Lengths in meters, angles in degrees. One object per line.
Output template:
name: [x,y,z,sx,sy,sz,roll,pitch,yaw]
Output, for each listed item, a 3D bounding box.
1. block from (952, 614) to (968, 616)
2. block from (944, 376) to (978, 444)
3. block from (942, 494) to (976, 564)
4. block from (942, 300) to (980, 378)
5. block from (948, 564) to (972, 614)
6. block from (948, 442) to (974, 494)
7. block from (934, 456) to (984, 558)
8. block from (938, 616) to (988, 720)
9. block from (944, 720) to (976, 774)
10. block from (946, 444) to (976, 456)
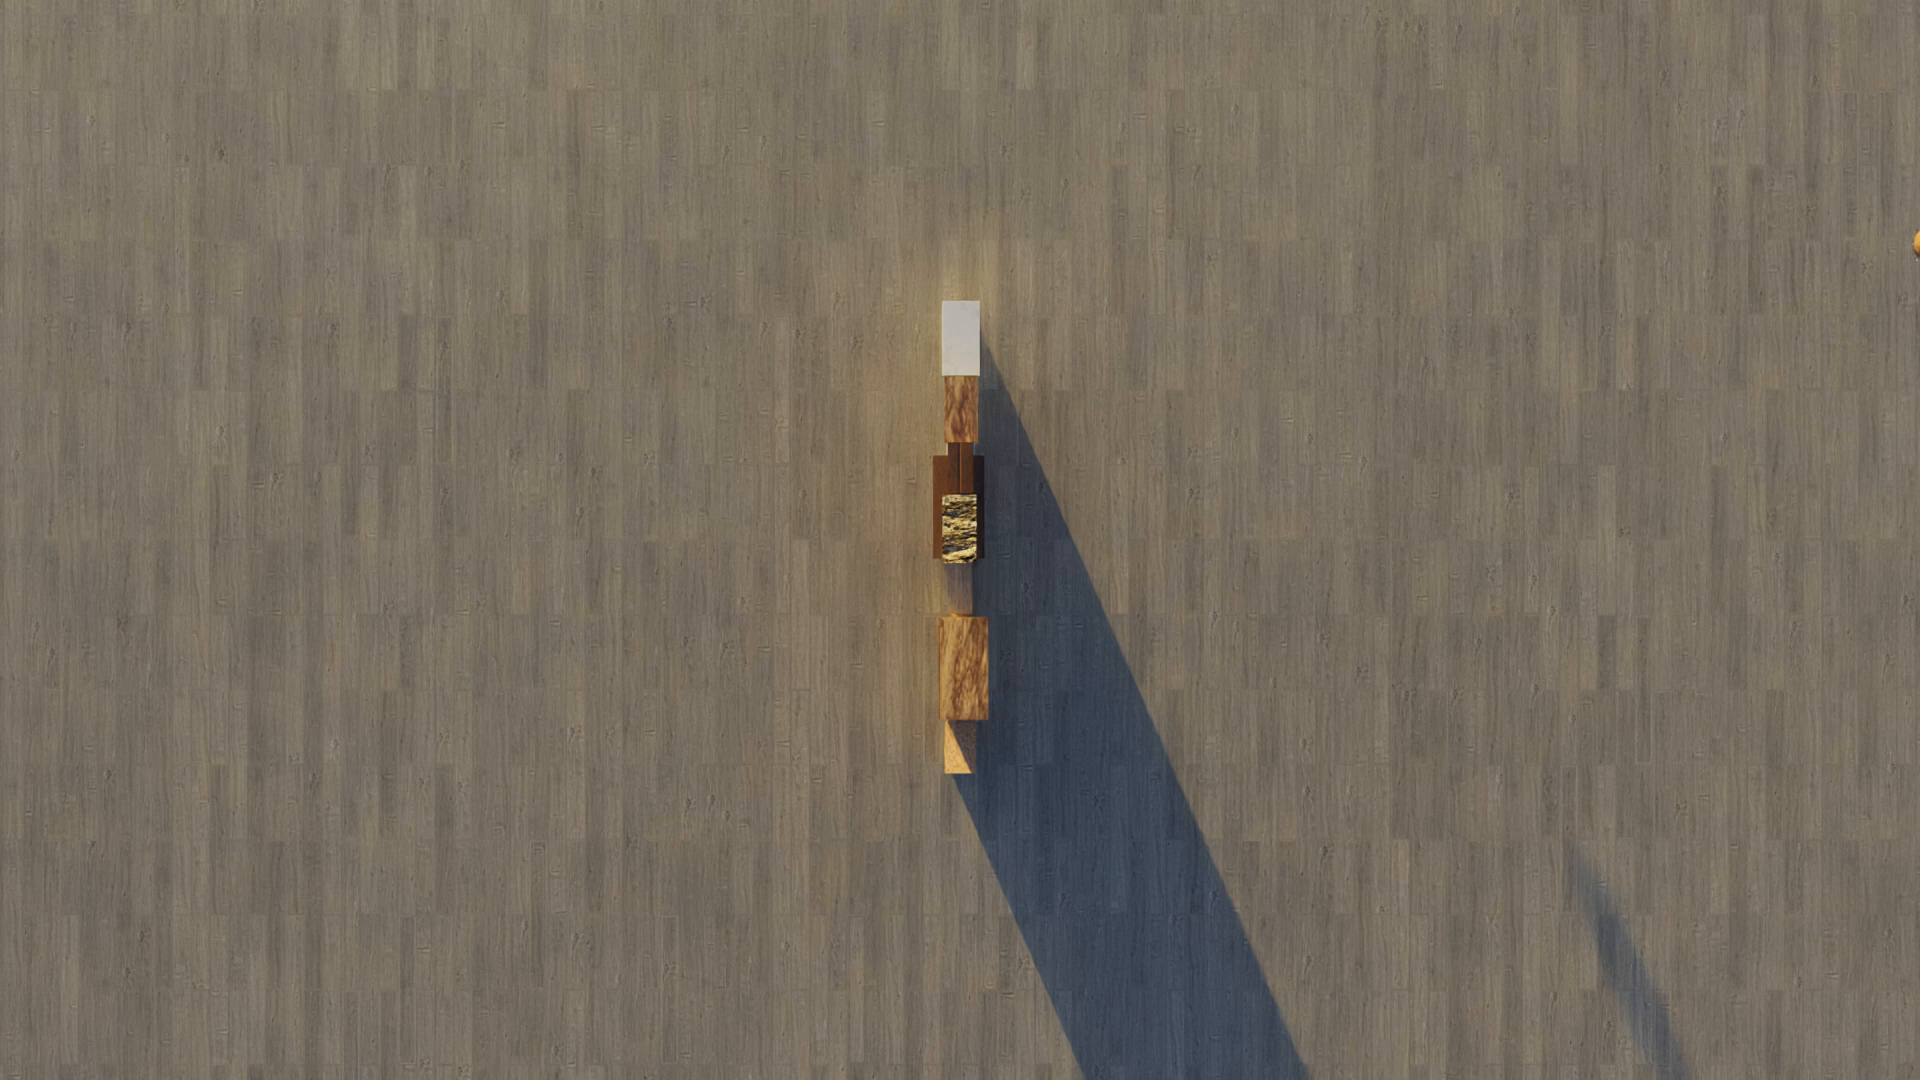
block: [-0.001,0.264,5.385,0.054,0.015,0.107,0,90,0]
block: [0.004,-0.402,5.071,0.103,0.029,0.206,0,90,0]
block: [-0.001,-0.033,4.916,0.102,0.029,0.203,0,90,0]
block: [0.003,-0.626,5.144,0.117,0.033,0.233,0,90,0]
block: [0.000,0.151,5.170,0.078,0.022,0.156,0,90,0]
block: [0.002,-0.217,4.969,0.077,0.022,0.154,0,90,0]
block: [-0.004,-0.103,5.157,0.160,0.045,0.320,0,90,0]
block: [0.009,0.382,4.915,0.152,0.043,0.303,0,90,0]
block: [0.002,0.645,5.285,0.100,0.028,0.201,0,90,0]
block: [0.003,-0.359,5.304,0.091,0.026,0.183,0,90,0]
